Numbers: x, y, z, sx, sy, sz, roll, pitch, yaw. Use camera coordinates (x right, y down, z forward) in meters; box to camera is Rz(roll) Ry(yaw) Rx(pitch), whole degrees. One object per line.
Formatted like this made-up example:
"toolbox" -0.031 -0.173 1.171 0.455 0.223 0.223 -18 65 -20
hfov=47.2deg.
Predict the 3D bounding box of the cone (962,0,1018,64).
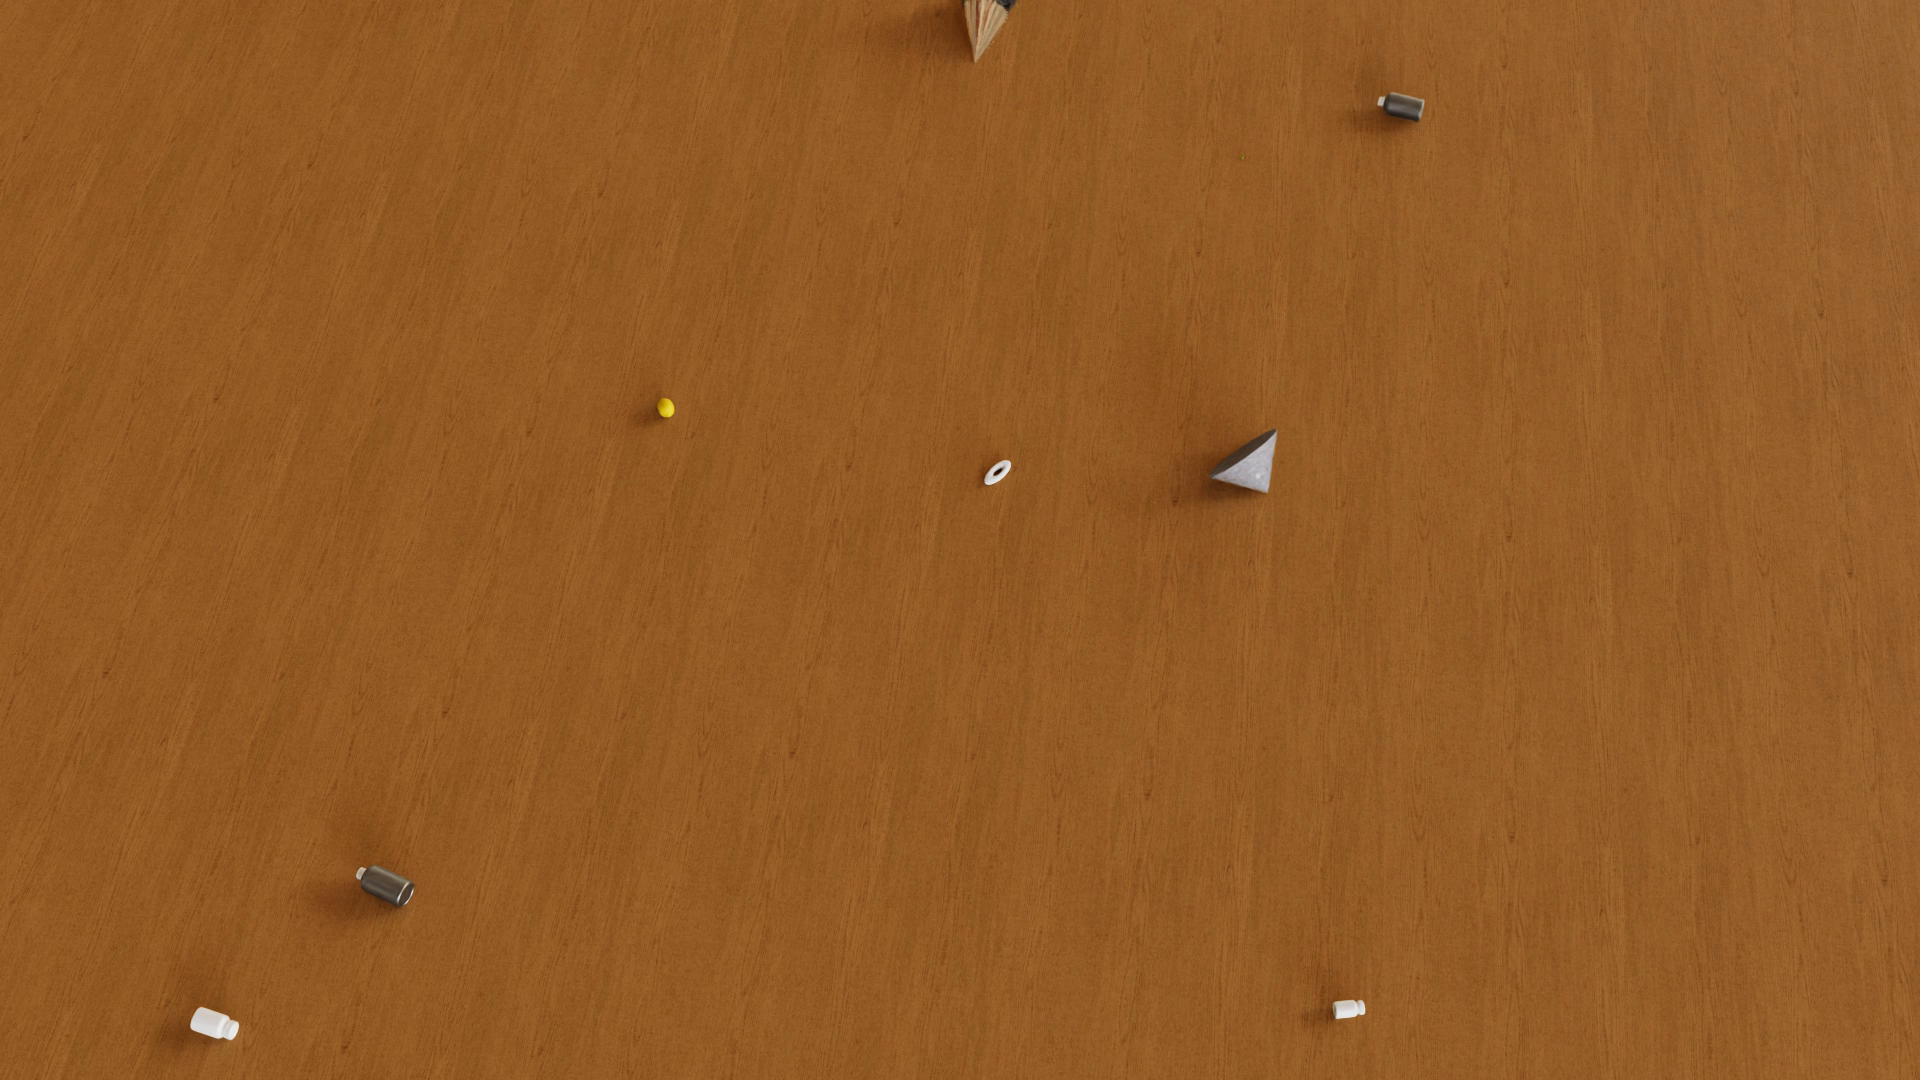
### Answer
"cone" 0.078 -1.802 7.724 0.225 0.203 0.286 16 76 -23

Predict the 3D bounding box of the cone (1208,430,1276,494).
"cone" 0.893 -0.202 6.660 0.294 0.190 0.145 -37 98 -35

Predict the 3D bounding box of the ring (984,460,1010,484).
"ring" 0.114 -0.206 6.701 0.049 0.019 0.110 36 64 23
